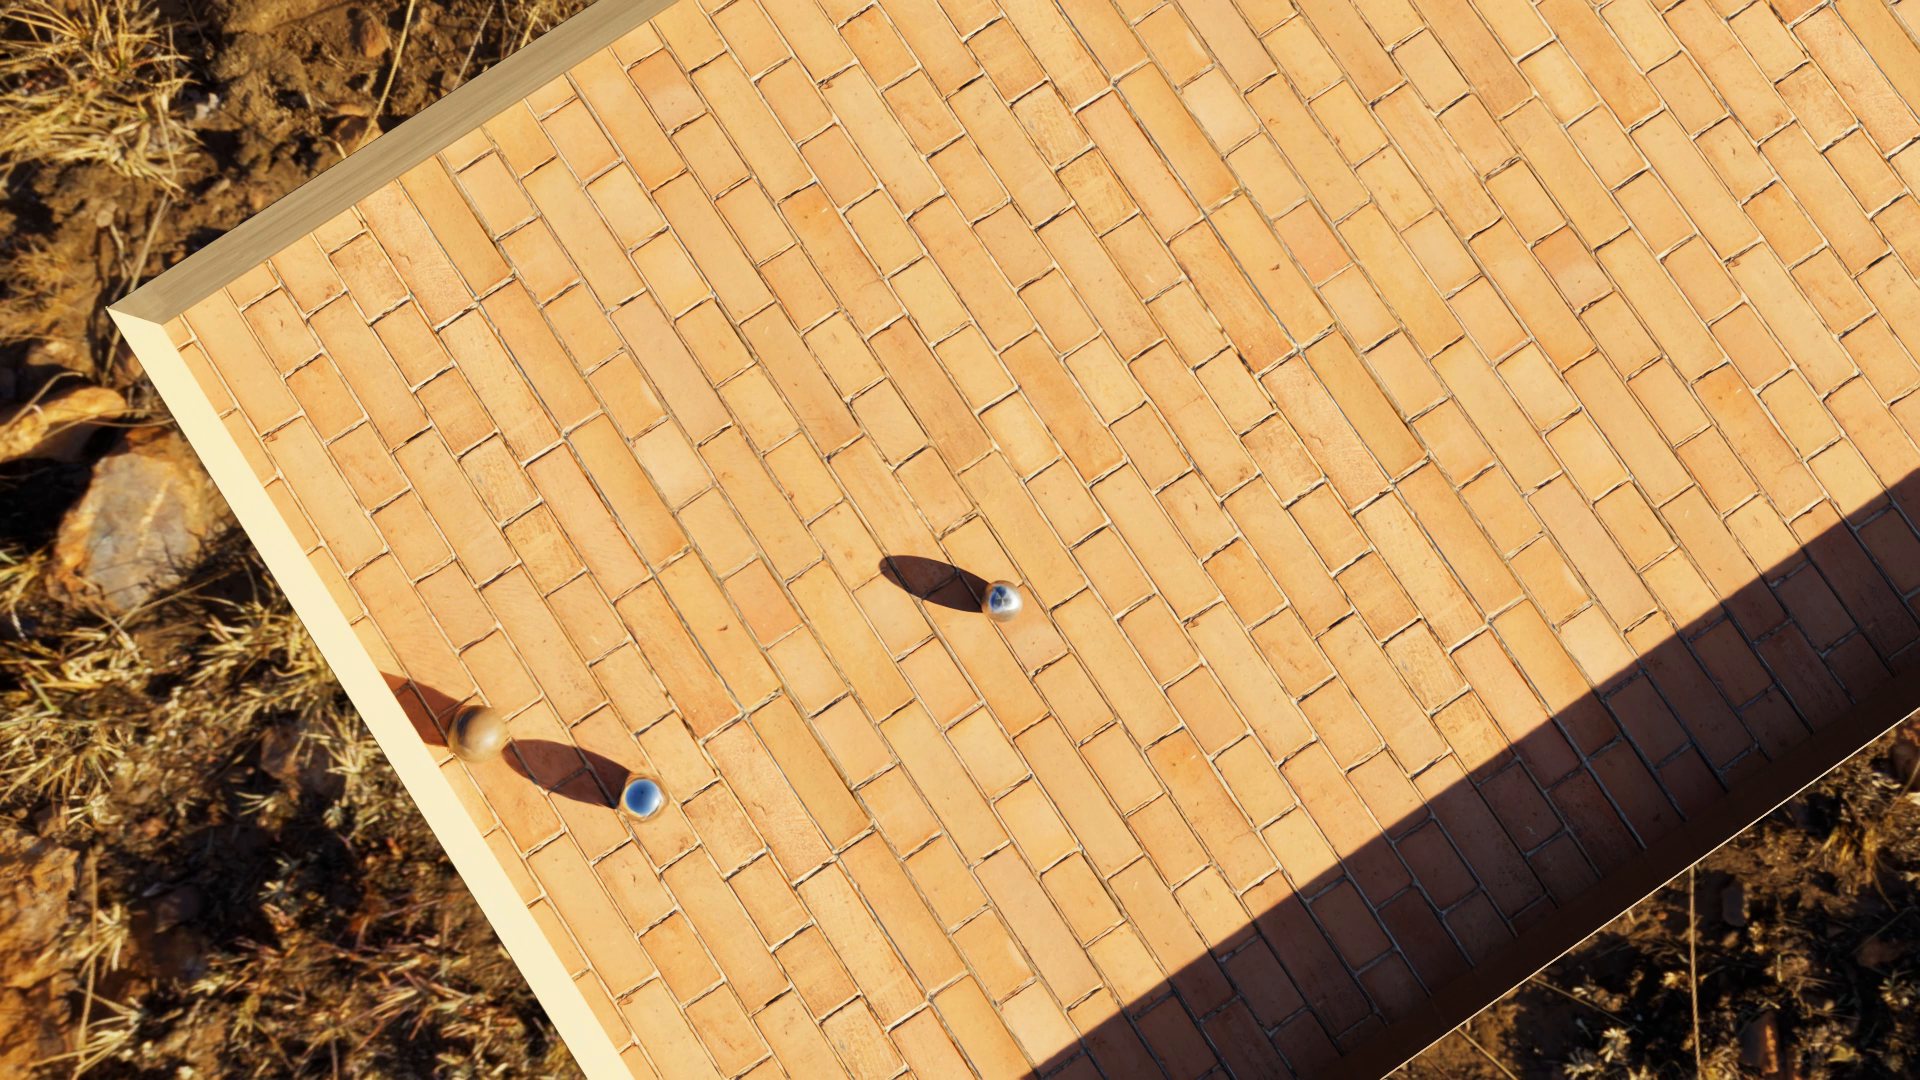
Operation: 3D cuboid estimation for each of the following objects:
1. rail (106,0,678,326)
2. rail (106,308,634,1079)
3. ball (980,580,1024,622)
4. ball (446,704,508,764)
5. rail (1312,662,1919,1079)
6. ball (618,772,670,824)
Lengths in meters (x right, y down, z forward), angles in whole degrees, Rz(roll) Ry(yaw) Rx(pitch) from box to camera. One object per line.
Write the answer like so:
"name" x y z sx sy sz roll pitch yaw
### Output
"rail" 0.196 -1.259 3.409 3.454 0.113 0.045 -33 84 -4
"rail" -0.700 0.457 3.179 0.045 0.113 1.944 -33 84 -4
"ball" 0.062 0.091 3.254 0.064 0.064 0.064 0 82 0
"ball" -0.707 0.284 3.216 0.087 0.087 0.087 0 82 0
"rail" 1.243 0.309 3.199 3.454 0.113 0.045 -33 84 -4
"ball" -0.462 0.376 3.210 0.075 0.075 0.075 0 82 0
